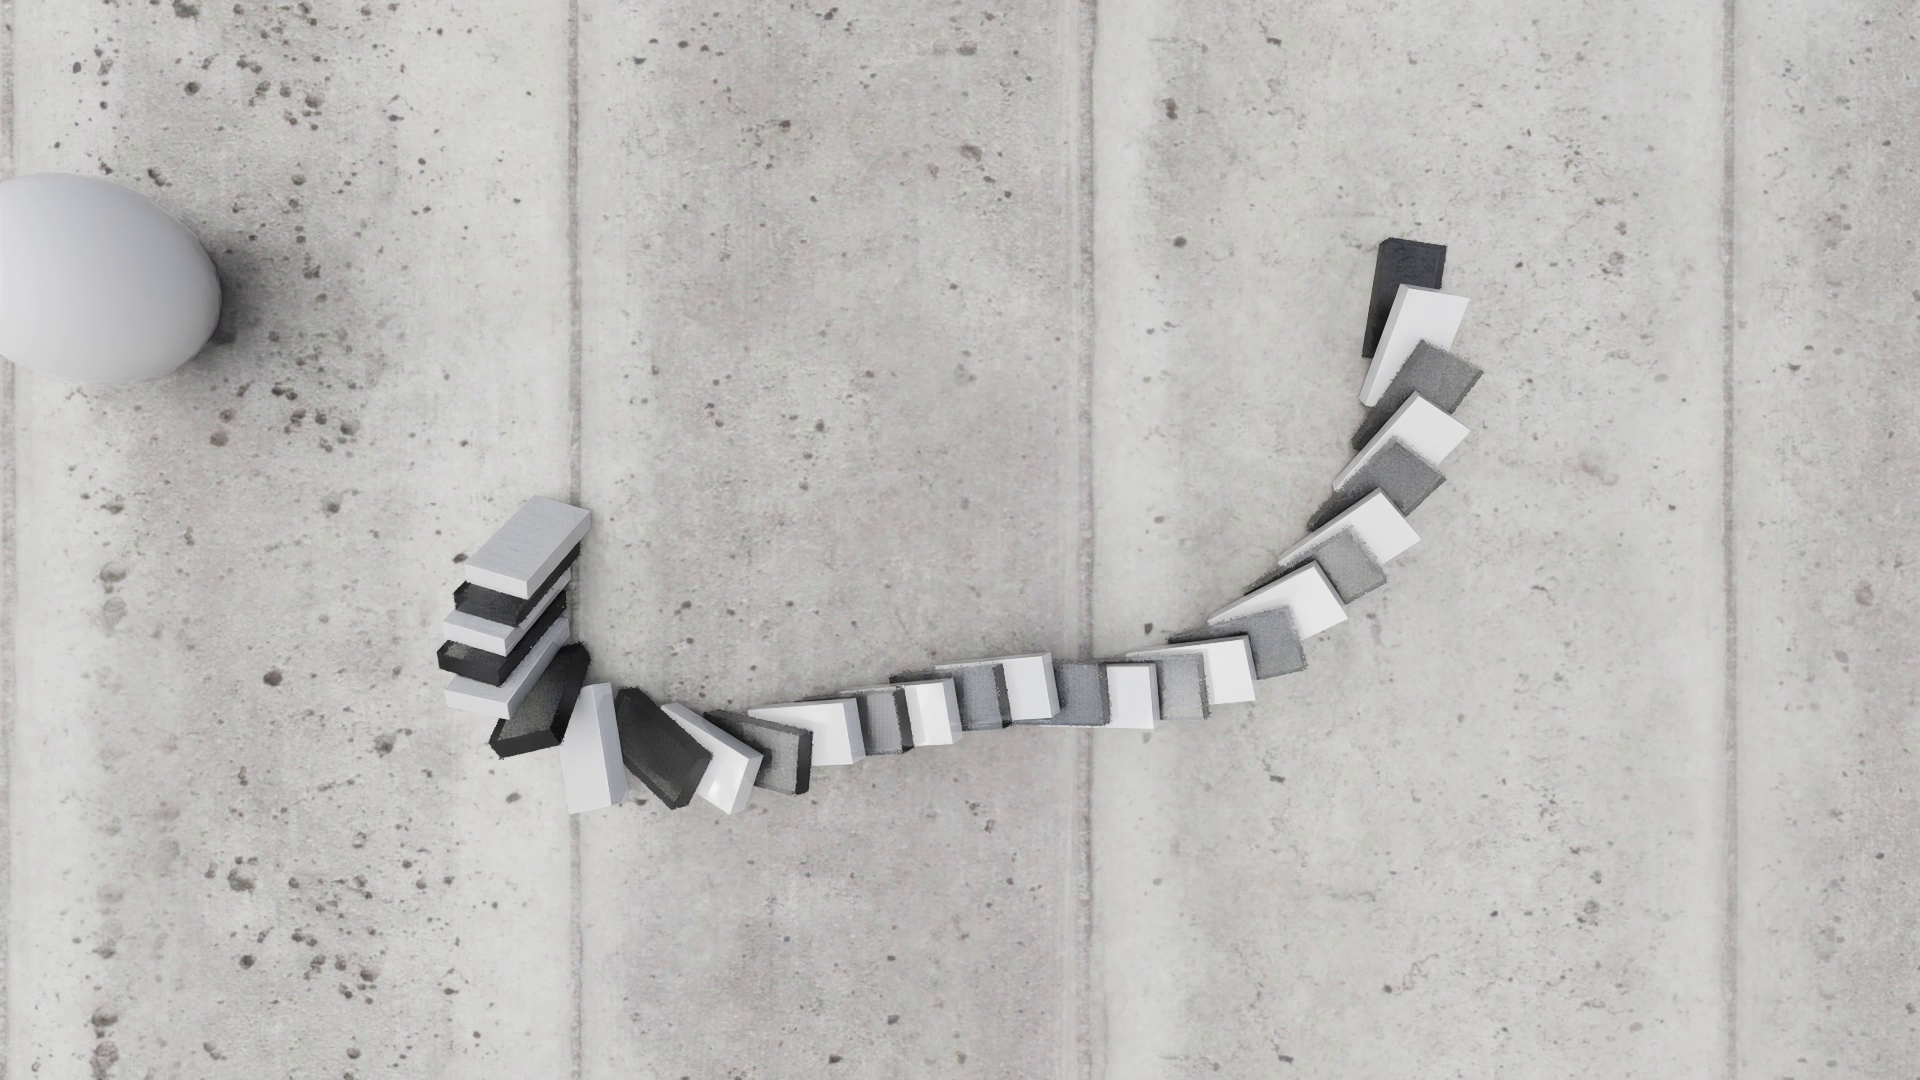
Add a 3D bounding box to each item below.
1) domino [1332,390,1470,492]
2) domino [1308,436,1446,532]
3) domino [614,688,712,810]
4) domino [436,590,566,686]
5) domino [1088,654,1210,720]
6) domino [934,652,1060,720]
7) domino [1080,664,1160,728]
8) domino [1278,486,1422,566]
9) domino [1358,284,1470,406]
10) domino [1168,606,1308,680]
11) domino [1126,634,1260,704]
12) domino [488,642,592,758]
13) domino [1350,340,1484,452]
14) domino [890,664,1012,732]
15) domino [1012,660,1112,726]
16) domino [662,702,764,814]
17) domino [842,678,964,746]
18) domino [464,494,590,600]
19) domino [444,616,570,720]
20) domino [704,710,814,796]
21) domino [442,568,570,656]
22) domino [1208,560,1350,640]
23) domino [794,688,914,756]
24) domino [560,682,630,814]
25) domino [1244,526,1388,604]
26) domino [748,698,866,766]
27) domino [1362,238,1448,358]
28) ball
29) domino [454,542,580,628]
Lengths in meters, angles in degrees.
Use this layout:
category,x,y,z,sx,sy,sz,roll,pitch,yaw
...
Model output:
category,x,y,z,sx,sy,sz,roll,pitch,yaw
domino,0.184,-0.034,0.384,0.025,0.009,0.050,34,119,0
domino,0.173,-0.016,0.384,0.025,0.010,0.050,38,119,0
domino,-0.128,0.086,0.383,0.050,0.010,0.025,33,102,24
domino,-0.187,0.036,0.377,0.025,0.050,0.009,17,127,1
domino,0.077,0.062,0.384,0.050,0.010,0.025,-6,90,29
domino,0.015,0.062,0.384,0.050,0.009,0.025,-10,90,28
domino,0.057,0.065,0.384,0.050,0.009,0.025,-5,90,29
domino,0.162,0.003,0.384,0.050,0.010,0.025,-41,90,28
domino,0.190,-0.080,0.384,0.025,0.010,0.050,9,118,0
domino,0.116,0.047,0.384,0.050,0.010,0.025,-19,90,30
domino,0.097,0.056,0.384,0.050,0.010,0.025,-12,91,29
domino,-0.171,0.065,0.376,0.025,0.050,0.009,-13,125,3
domino,0.190,-0.055,0.384,0.025,0.009,0.050,26,119,0
domino,-0.004,0.067,0.384,0.050,0.010,0.025,-10,90,28
domino,0.037,0.064,0.384,0.050,0.010,0.025,-5,90,29
domino,-0.108,0.091,0.384,0.050,0.009,0.025,23,98,25
domino,-0.025,0.073,0.384,0.050,0.010,0.025,-10,90,28
domino,-0.177,0.002,0.377,0.025,0.050,0.009,16,127,0
domino,-0.185,0.050,0.377,0.025,0.050,0.009,13,127,0
domino,-0.086,0.089,0.384,0.050,0.010,0.025,6,93,27
domino,-0.185,0.024,0.377,0.025,0.050,0.009,16,127,0
domino,0.133,0.032,0.384,0.050,0.010,0.025,-34,90,29
domino,-0.045,0.077,0.384,0.050,0.010,0.025,-10,90,28
domino,-0.156,0.088,0.387,0.025,0.010,0.050,-17,80,25
domino,0.148,0.019,0.384,0.050,0.010,0.025,-37,90,29
domino,-0.065,0.081,0.384,0.050,0.010,0.025,-9,90,28
domino,0.191,-0.103,0.395,0.025,0.010,0.050,9,90,0
ball,-0.341,-0.101,0.360,0.080,0.080,0.080,0,90,0
domino,-0.181,0.013,0.377,0.025,0.050,0.009,16,127,0
